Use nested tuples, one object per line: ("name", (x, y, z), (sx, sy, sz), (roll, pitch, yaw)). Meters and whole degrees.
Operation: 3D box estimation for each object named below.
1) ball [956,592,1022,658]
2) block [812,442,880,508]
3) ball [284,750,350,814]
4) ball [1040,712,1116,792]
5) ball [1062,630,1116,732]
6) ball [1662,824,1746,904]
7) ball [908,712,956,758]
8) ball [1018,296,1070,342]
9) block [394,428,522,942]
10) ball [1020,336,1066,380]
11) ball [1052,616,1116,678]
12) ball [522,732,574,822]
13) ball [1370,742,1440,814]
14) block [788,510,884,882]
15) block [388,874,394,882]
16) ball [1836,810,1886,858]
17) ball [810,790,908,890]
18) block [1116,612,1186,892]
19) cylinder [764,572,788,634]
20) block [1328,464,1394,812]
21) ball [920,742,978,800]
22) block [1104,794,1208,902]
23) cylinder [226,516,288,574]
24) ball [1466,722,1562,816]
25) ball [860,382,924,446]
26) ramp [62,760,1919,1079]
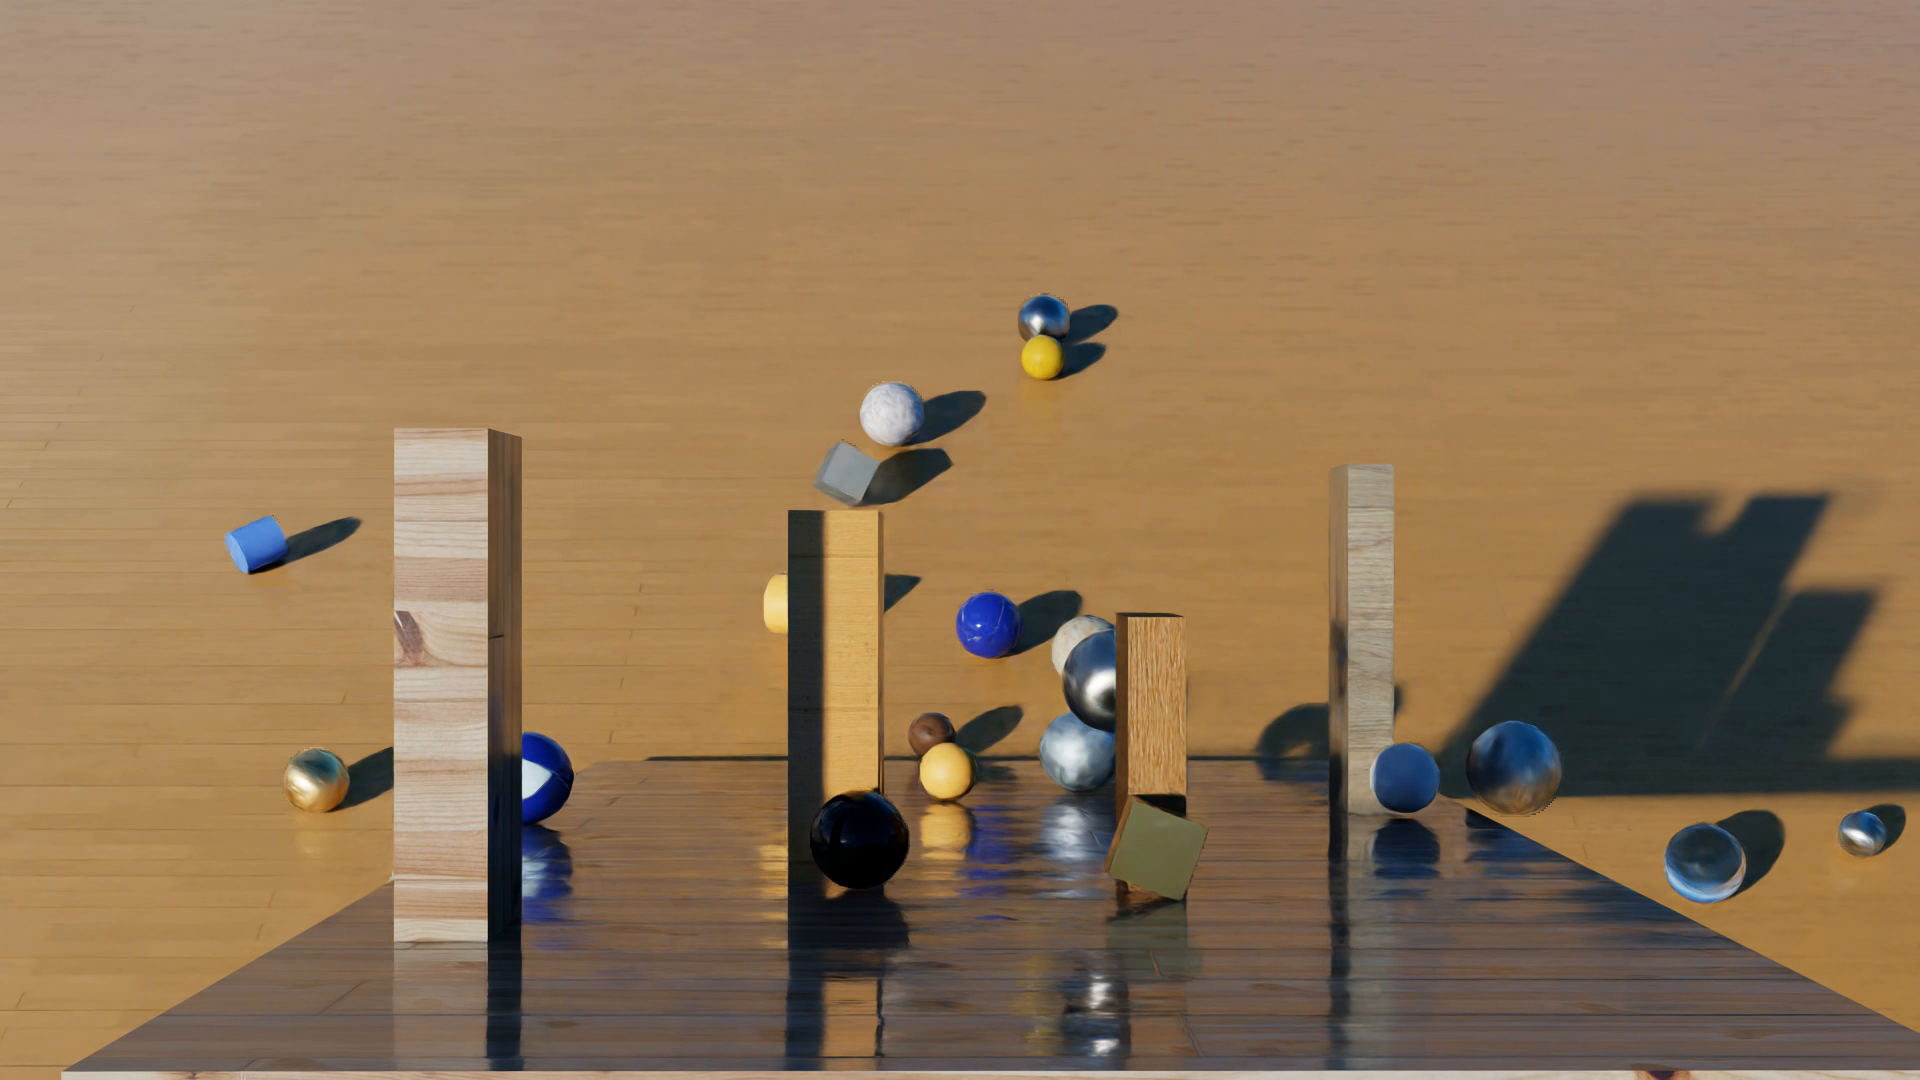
("ball", (0.080, 0.237, 7.222), (0.187, 0.187, 0.187), (0, 31, 0))
("block", (-0.350, -0.200, 7.908), (0.137, 0.137, 0.137), (28, -13, -11))
("ball", (-1.642, 0.616, 6.609), (0.164, 0.164, 0.164), (0, 31, 0))
("ball", (0.270, 0.474, 5.819), (0.182, 0.182, 0.182), (0, 31, 0))
("ball", (0.279, 0.258, 4.736), (0.187, 0.187, 0.187), (0, 31, 0))
("ball", (1.809, 0.786, 6.292), (0.195, 0.195, 0.195), (0, 31, 0))
("ball", (-0.074, 0.509, 6.735), (0.123, 0.123, 0.123), (0, 31, 0))
("ball", (0.288, -0.747, 8.878), (0.184, 0.184, 0.184), (0, 31, 0))
("block", (-0.717, 0.201, 3.713), (0.129, 0.709, 0.279), (0, 0, 0))
("ball", (0.279, -0.611, 8.683), (0.151, 0.151, 0.151), (0, 31, 0))
("ball", (0.350, 0.307, 7.092), (0.201, 0.201, 0.201), (0, 31, 0))
("ball", (-0.860, 0.472, 5.149), (0.181, 0.181, 0.181), (0, 31, 0))
("ball", (0.904, 0.484, 5.264), (0.143, 0.143, 0.143), (0, 31, 0))
("block", (-0.207, 0.255, 4.395), (0.146, 0.606, 0.363), (0, 0, 0))
("block", (-1.217, 0.779, 5.830), (0.107, 0.107, 0.107), (29, 0, -23))
("ball", (2.248, 0.734, 6.456), (0.117, 0.117, 0.117), (0, 31, 0))
("ball", (-0.161, 0.478, 4.133), (0.158, 0.158, 0.158), (0, 31, 0))
("block", (0.312, 0.340, 4.253), (0.092, 0.434, 0.306), (0, 0, 0))
("cylinder", (-0.438, 0.185, 7.296), (0.171, 0.171, 0.171), (5, 30, 25))
("block", (0.847, 0.204, 5.473), (0.094, 0.719, 0.275), (0, 0, 0))
("ball", (-0.025, 0.501, 5.607), (0.127, 0.127, 0.127), (0, 31, 0))
("block", (0.304, 0.479, 4.039), (0.121, 0.121, 0.121), (20, 0, 0))
("cylinder", (-2.072, 0.014, 7.634), (0.130, 0.130, 0.130), (-26, 39, -29))
("ball", (1.212, 0.499, 5.665), (0.206, 0.206, 0.206), (0, 31, 0))
("ball", (-0.217, -0.401, 8.276), (0.205, 0.205, 0.205), (0, 31, 0))
("ramp", (0.069, 0.610, 4.679), (2.000, 0.100, 4.000), (0, 0, 0))
